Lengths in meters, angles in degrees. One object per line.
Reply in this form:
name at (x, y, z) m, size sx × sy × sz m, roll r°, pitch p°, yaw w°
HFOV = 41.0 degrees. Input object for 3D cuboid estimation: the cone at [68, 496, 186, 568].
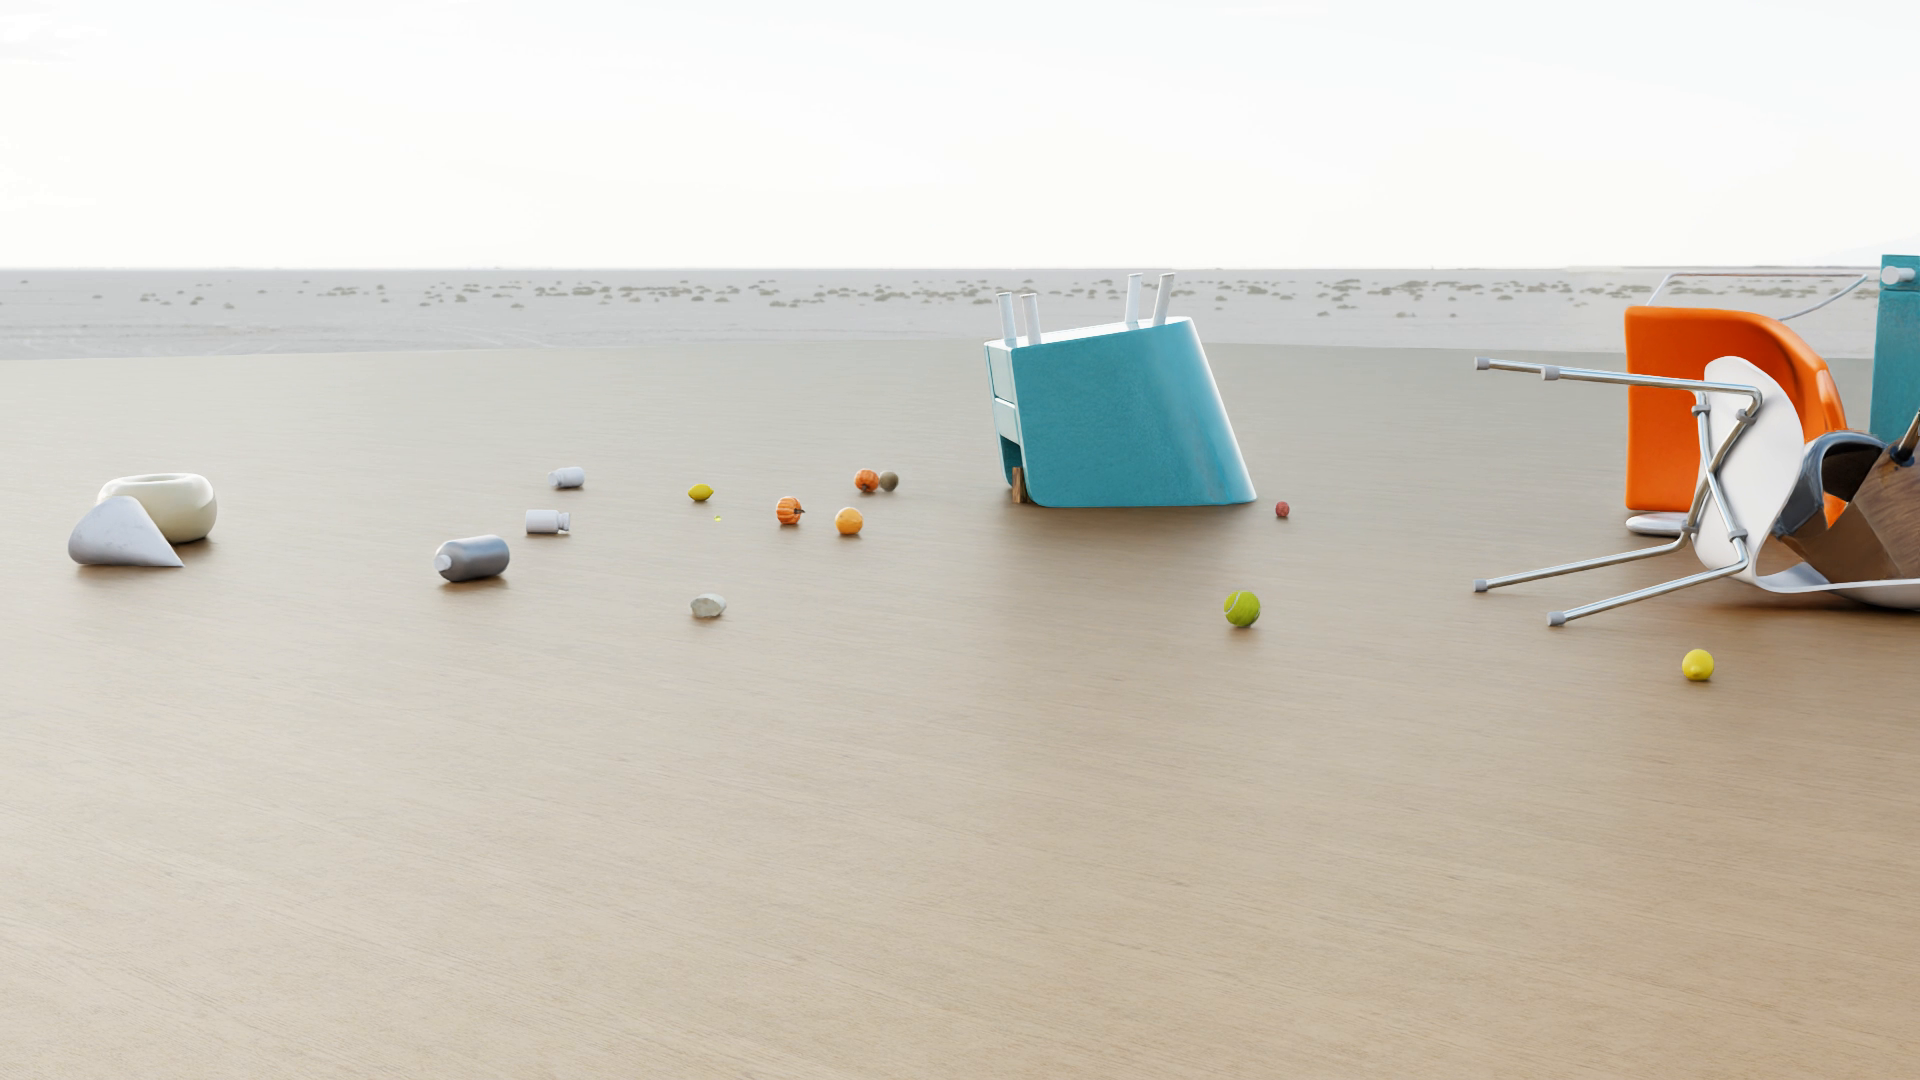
cone at (-1.857, 0.019, 5.848) m, size 0.234 × 0.158 × 0.238 m, roll 23°, pitch 27°, yaw 18°

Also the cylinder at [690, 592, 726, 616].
cylinder at (-0.490, 0.126, 4.998) m, size 0.059 × 0.037 × 0.071 m, roll 10°, pitch 6°, yaw 3°

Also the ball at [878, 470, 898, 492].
ball at (-0.220, -0.182, 7.868) m, size 0.064 × 0.064 × 0.064 m, roll 0°, pitch 6°, yaw 0°

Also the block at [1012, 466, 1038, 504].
block at (0.192, -0.161, 7.481) m, size 0.066 × 0.102 × 0.038 m, roll -4°, pitch 7°, yaw -33°

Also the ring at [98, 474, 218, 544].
ring at (-2.005, -0.077, 6.409) m, size 0.284 × 0.158 × 0.497 m, roll -3°, pitch 5°, yaw -8°

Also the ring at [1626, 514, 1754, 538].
ring at (1.866, -0.038, 6.560) m, size 0.322 × 0.045 × 0.315 m, roll -4°, pitch 7°, yaw -37°
